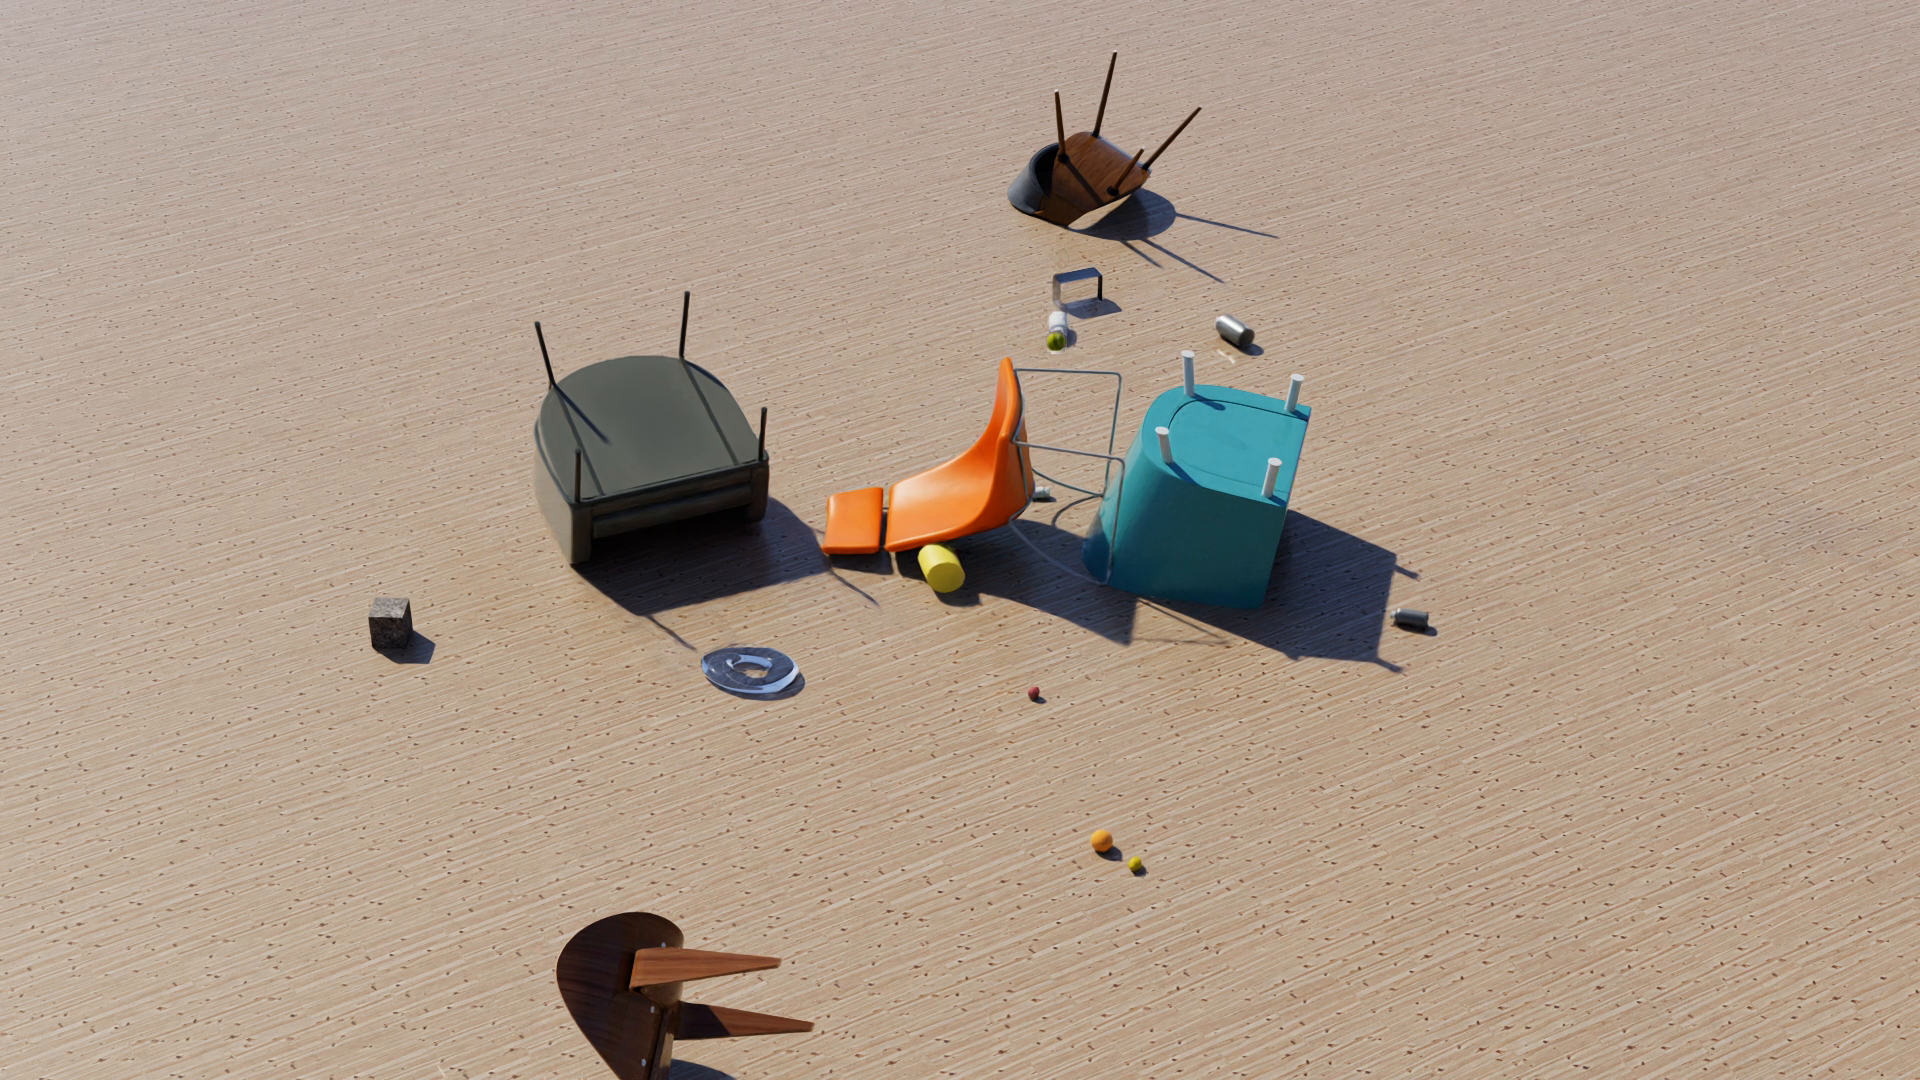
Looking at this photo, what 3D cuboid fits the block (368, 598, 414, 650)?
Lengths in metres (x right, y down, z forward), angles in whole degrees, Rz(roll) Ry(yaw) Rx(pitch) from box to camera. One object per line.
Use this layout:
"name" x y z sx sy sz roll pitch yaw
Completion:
"block" -2.014 0.294 10.375 0.122 0.135 0.121 1 33 2

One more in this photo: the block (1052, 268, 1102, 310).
"block" 0.498 -1.068 12.452 0.194 0.125 0.085 -13 35 -18

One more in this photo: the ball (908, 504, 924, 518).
"ball" -0.166 -0.109 11.058 0.057 0.057 0.057 0 33 0

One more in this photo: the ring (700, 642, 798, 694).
"ring" -0.734 0.446 10.220 0.363 0.053 0.258 13 36 20

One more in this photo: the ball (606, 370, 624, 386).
"ball" -1.398 -0.656 11.879 0.067 0.067 0.067 0 33 0

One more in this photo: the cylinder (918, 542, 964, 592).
"cylinder" -0.067 0.099 10.672 0.147 0.129 0.136 21 24 -27
